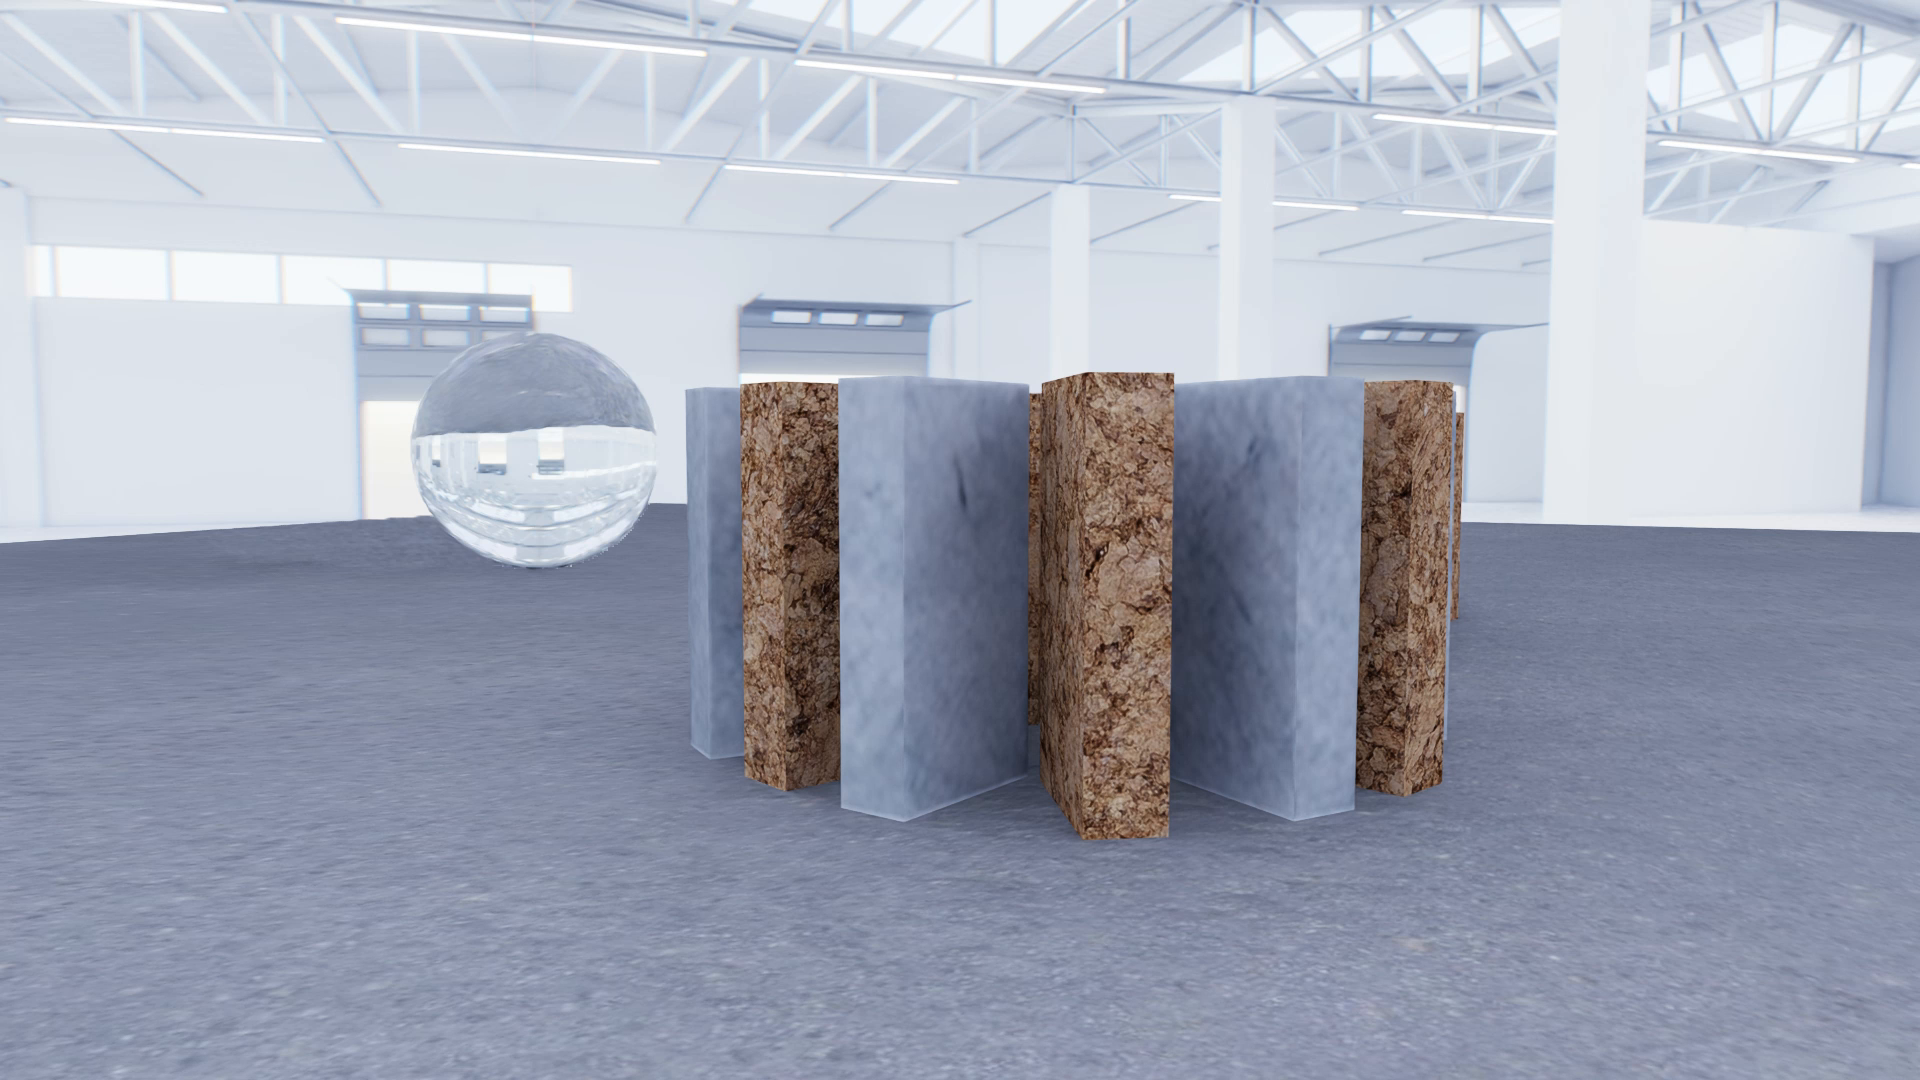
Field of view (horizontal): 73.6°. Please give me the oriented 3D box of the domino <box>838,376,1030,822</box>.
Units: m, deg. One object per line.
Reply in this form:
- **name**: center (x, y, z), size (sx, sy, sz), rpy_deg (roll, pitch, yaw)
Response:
- **domino**: center (-0.003, 0.006, 0.155), size (0.009, 0.050, 0.025), rpy_deg (3, 5, 37)

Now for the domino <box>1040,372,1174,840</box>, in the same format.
- **domino**: center (0.016, 0.006, 0.149), size (0.010, 0.050, 0.025), rpy_deg (-1, 4, -7)

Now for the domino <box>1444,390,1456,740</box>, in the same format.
- **domino**: center (0.057, 0.004, 0.186), size (0.025, 0.050, 0.010), rpy_deg (0, 4, -6)

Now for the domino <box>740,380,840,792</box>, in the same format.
- **domino**: center (-0.015, 0.005, 0.167), size (0.025, 0.050, 0.010), rpy_deg (-4, 6, -41)

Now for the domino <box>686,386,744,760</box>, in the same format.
- **domino**: center (-0.025, 0.004, 0.181), size (0.025, 0.050, 0.010), rpy_deg (-2, 5, -27)

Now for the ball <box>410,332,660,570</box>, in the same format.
- **ball**: center (-0.143, -0.030, 0.435), size (0.080, 0.080, 0.080), rpy_deg (0, 4, 0)

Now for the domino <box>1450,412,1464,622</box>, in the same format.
- **domino**: center (0.109, -0.006, 0.315), size (0.025, 0.050, 0.010), rpy_deg (3, 5, 35)

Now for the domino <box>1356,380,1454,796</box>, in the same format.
- **domino**: center (0.049, 0.005, 0.165), size (0.010, 0.050, 0.025), rpy_deg (-4, 6, -42)

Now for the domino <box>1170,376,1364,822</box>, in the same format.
- **domino**: center (0.036, 0.006, 0.156), size (0.009, 0.050, 0.025), rpy_deg (-2, 5, -29)

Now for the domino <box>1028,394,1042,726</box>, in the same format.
- **domino**: center (0.000, 0.003, 0.199), size (0.025, 0.050, 0.010), rpy_deg (1, 4, 11)
